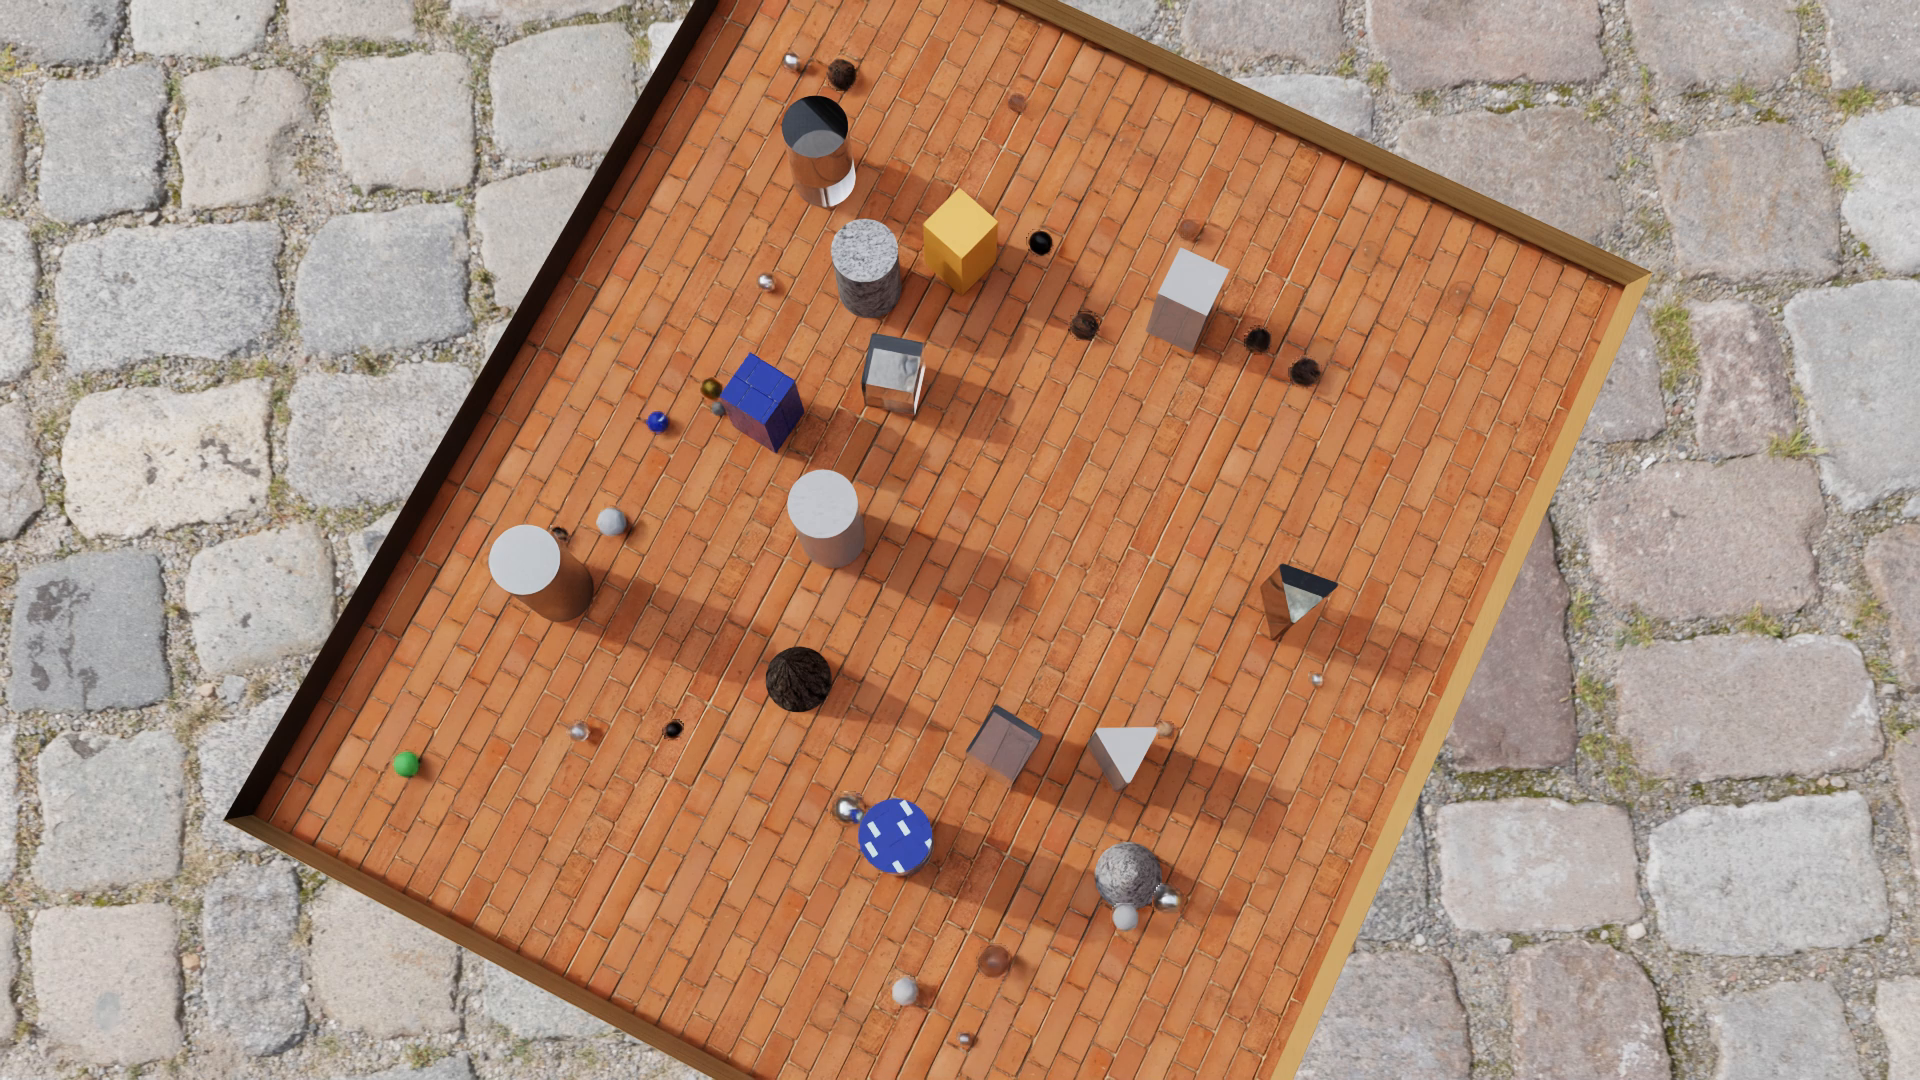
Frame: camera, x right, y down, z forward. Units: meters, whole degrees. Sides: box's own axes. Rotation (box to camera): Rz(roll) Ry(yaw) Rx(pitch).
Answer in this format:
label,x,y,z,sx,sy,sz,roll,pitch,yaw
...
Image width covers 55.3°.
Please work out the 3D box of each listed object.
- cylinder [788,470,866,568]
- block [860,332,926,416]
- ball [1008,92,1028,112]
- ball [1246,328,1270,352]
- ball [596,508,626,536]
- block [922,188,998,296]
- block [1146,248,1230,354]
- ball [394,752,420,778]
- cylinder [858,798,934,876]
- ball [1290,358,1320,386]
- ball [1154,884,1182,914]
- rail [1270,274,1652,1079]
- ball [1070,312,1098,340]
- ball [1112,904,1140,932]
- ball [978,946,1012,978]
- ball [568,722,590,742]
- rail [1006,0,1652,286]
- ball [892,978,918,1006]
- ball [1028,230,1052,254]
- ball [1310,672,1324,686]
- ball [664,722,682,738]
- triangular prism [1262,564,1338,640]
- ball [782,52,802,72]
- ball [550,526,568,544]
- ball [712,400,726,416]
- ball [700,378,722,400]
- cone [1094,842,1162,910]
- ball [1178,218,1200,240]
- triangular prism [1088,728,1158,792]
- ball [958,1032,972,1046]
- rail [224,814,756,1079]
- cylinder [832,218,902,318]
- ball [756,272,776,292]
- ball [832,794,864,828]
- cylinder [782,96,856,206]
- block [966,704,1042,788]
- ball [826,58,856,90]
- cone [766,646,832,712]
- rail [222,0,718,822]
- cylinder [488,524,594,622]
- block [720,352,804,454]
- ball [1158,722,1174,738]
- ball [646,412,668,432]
label,x,y,z,sx,sy,sz,roll,pitch,yaw
cylinder,-0.388,-0.057,5.399,0.199,0.449,0.199,0,78,0
block,-0.202,-0.505,5.596,0.159,0.246,0.159,11,79,2
ball,0.186,-1.402,5.875,0.062,0.062,0.062,0,78,0
ball,0.930,-0.622,5.707,0.076,0.076,0.076,0,78,0
ball,-1.062,-0.054,5.583,0.088,0.088,0.088,0,78,0
block,0.002,-0.912,5.634,0.159,0.336,0.159,43,81,8
block,0.689,-0.726,5.582,0.159,0.363,0.159,26,79,5
ball,-1.644,0.666,5.441,0.074,0.074,0.074,0,78,0
cylinder,-0.175,0.849,5.198,0.199,0.476,0.199,0,78,0
ball,1.071,-0.520,5.679,0.089,0.089,0.089,0,78,0
ball,0.608,1.050,5.354,0.085,0.085,0.085,0,78,0
rail,1.355,0.670,5.411,0.045,0.129,3.412,26,80,5
ball,0.387,-0.667,5.712,0.084,0.084,0.084,0,78,0
ball,0.482,1.098,5.328,0.078,0.078,0.078,0,78,0
ball,0.101,1.224,5.315,0.094,0.094,0.094,0,78,0
ball,-1.137,0.573,5.467,0.061,0.061,0.061,0,78,0
rail,0.752,-1.467,5.853,3.077,0.129,0.045,26,80,5
ball,-0.160,1.308,5.306,0.077,0.077,0.077,0,78,0
ball,0.254,-0.936,5.772,0.075,0.075,0.075,0,78,0
ball,1.072,0.420,5.509,0.041,0.041,0.041,0,78,0
ball,-0.856,0.568,5.473,0.052,0.052,0.052,0,78,0
triangular prism,0.966,0.160,5.407,0.173,0.345,0.150,-39,81,-7
ball,-0.544,-1.541,5.904,0.063,0.063,0.063,0,78,0
ball,-1.222,-0.013,5.590,0.057,0.057,0.057,0,78,0
ball,-0.746,-0.408,5.677,0.046,0.046,0.046,0,78,0
ball,-0.770,-0.469,5.679,0.068,0.068,0.068,0,78,0
cone,0.497,0.962,5.264,0.199,0.301,0.199,0,78,0
ball,0.723,-0.980,5.785,0.068,0.068,0.068,0,78,0
triangular prism,0.488,0.603,5.297,0.150,0.382,0.173,-30,80,-6
ball,0.012,1.442,5.297,0.041,0.041,0.041,0,78,0
rail,-0.752,1.480,5.243,3.077,0.129,0.045,26,80,5
cylinder,-0.284,-0.828,5.617,0.199,0.336,0.199,0,78,0
ball,-0.609,-0.809,5.752,0.062,0.062,0.062,0,78,0
ball,-0.330,0.796,5.401,0.100,0.100,0.100,0,78,0
cylinder,-0.434,-1.197,5.667,0.199,0.386,0.199,0,78,0
block,0.126,0.604,5.330,0.159,0.317,0.159,32,80,6
ball,-0.379,-1.495,5.878,0.095,0.095,0.095,0,78,0
cone,-0.487,0.377,5.321,0.199,0.427,0.199,0,78,0
rail,-1.355,-0.657,5.685,0.045,0.129,3.412,26,80,5
cylinder,-1.216,0.103,5.350,0.199,0.480,0.199,0,78,0
block,-0.593,-0.409,5.527,0.159,0.342,0.159,33,80,6
ball,0.613,0.569,5.475,0.047,0.047,0.047,0,78,0
ball,-0.934,-0.364,5.658,0.067,0.067,0.067,0,78,0
